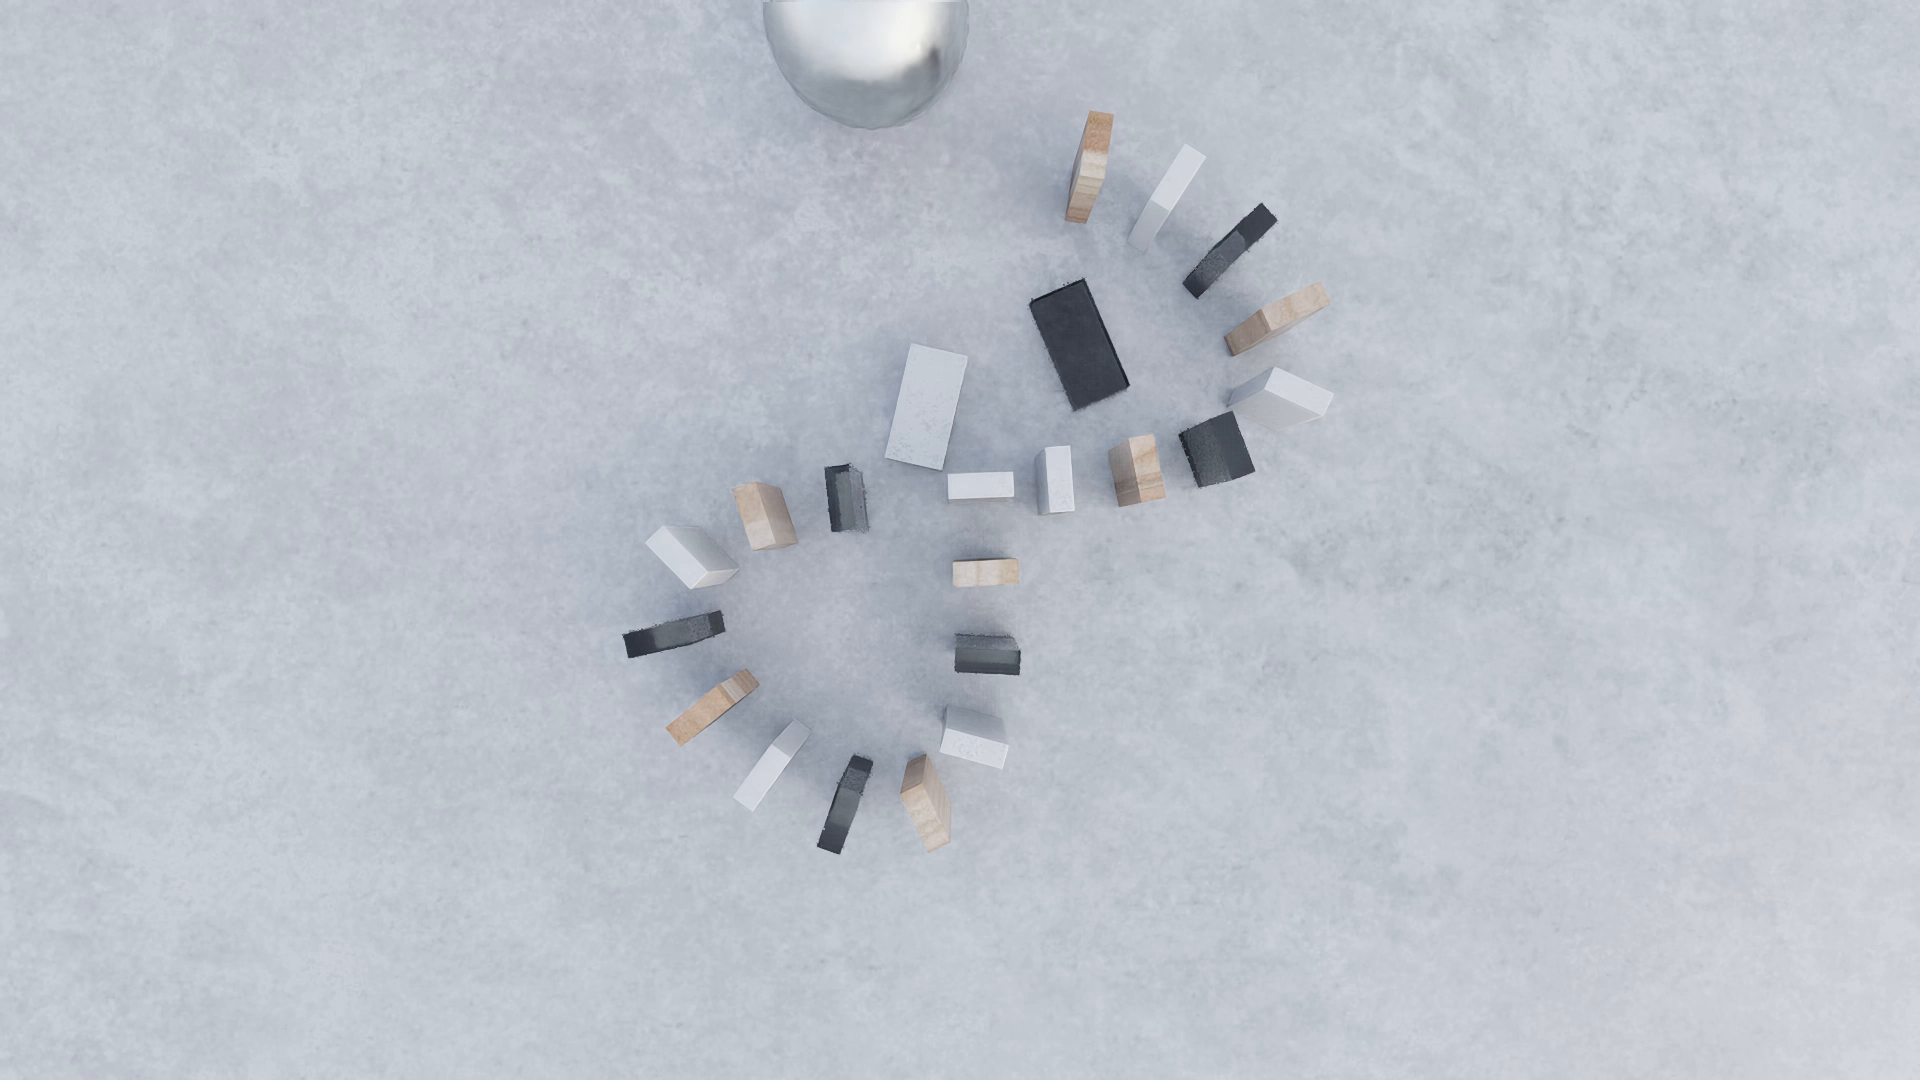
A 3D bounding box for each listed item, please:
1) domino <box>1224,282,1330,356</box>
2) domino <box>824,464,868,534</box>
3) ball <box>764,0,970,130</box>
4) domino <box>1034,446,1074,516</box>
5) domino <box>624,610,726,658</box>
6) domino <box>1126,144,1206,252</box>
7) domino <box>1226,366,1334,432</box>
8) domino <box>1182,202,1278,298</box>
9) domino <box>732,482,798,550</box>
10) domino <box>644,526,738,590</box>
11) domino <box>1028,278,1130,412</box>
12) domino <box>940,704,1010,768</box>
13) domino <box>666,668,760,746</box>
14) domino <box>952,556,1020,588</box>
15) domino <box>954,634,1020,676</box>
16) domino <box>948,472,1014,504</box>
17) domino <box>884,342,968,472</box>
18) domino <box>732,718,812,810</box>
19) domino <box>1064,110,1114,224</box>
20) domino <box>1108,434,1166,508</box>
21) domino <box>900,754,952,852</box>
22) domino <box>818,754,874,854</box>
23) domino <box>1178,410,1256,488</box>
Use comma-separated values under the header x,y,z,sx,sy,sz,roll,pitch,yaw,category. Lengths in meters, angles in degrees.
x,y,z,sx,sy,sz,roll,pitch,yaw,category
0.128,-0.089,0.375,0.025,0.050,0.009,-25,90,0,domino
-0.046,-0.016,0.375,0.009,0.050,0.025,-7,90,0,domino
-0.036,-0.205,0.360,0.080,0.080,0.080,0,90,0,ball
0.038,-0.023,0.375,0.009,0.050,0.025,-4,90,0,domino
-0.116,0.038,0.375,0.025,0.050,0.009,-13,90,0,domino
0.083,-0.139,0.375,0.009,0.050,0.025,33,90,0,domino
0.130,-0.057,0.375,0.025,0.050,0.010,25,90,0,domino
0.109,-0.117,0.375,0.025,0.050,0.009,-43,90,0,domino
-0.079,-0.009,0.375,0.010,0.050,0.025,-18,90,0,domino
-0.108,0.007,0.375,0.009,0.050,0.025,-44,90,0,domino
0.051,-0.084,0.395,0.025,0.010,0.050,-23,90,0,domino
0.005,0.080,0.375,0.025,0.050,0.010,15,90,0,domino
-0.100,0.068,0.375,0.025,0.050,0.010,-39,90,0,domino
0.010,0.013,0.375,0.025,0.050,0.009,-3,90,0,domino
0.011,0.046,0.375,0.025,0.050,0.010,3,90,0,domino
0.008,-0.021,0.375,0.025,0.050,0.009,-2,90,0,domino
-0.014,-0.057,0.395,0.025,0.009,0.050,13,90,0,domino
-0.076,0.091,0.375,0.009,0.050,0.025,36,90,0,domino
0.052,-0.151,0.375,0.009,0.050,0.025,9,90,0,domino
0.072,-0.027,0.375,0.009,0.050,0.025,-11,90,0,domino
-0.013,0.106,0.375,0.010,0.050,0.025,-26,90,0,domino
-0.046,0.107,0.375,0.009,0.050,0.025,19,90,0,domino
0.104,-0.036,0.375,0.009,0.050,0.025,-21,90,0,domino
